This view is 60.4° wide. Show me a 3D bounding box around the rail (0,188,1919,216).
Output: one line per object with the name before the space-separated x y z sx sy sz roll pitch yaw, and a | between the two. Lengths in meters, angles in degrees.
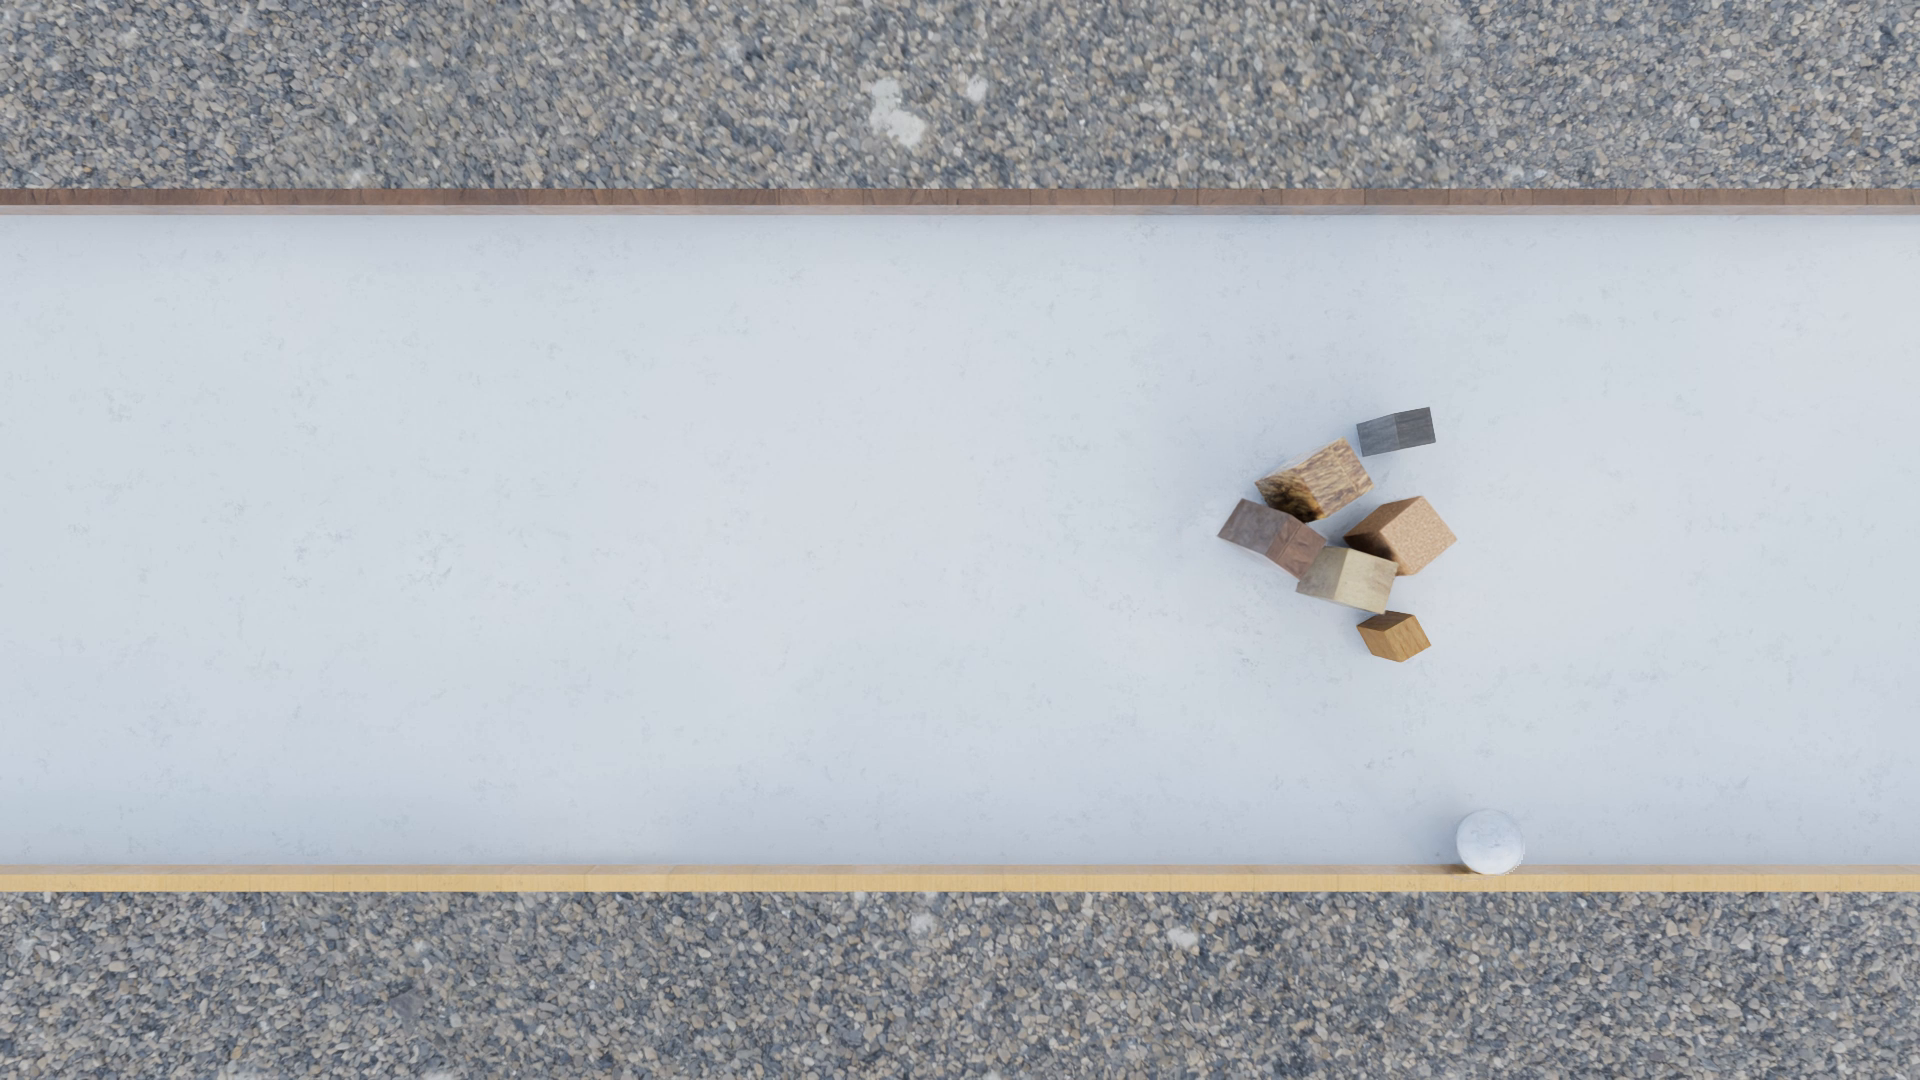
rail | -2.247 -1.025 5.002 12.000 0.150 0.050 0 90 0

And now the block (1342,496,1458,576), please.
block | 1.298 -0.005 4.887 0.162 0.368 0.162 -39 90 -4

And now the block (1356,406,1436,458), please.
block | 1.280 -0.315 4.858 0.103 0.437 0.103 -11 90 0

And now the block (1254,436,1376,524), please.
block | 1.040 -0.164 4.869 0.169 0.395 0.169 -32 90 -8

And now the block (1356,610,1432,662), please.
block | 1.288 0.284 4.910 0.102 0.333 0.102 -29 90 0

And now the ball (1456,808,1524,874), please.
ball | 1.582 0.902 4.929 0.194 0.194 0.194 0 90 0

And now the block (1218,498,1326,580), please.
block | 0.919 -0.006 4.884 0.139 0.361 0.139 33 90 -16

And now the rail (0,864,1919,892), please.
rail | -2.247 1.025 5.001 12.000 0.150 0.050 0 90 0

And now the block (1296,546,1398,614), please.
block | 1.141 0.113 4.887 0.154 0.366 0.154 17 90 -6
